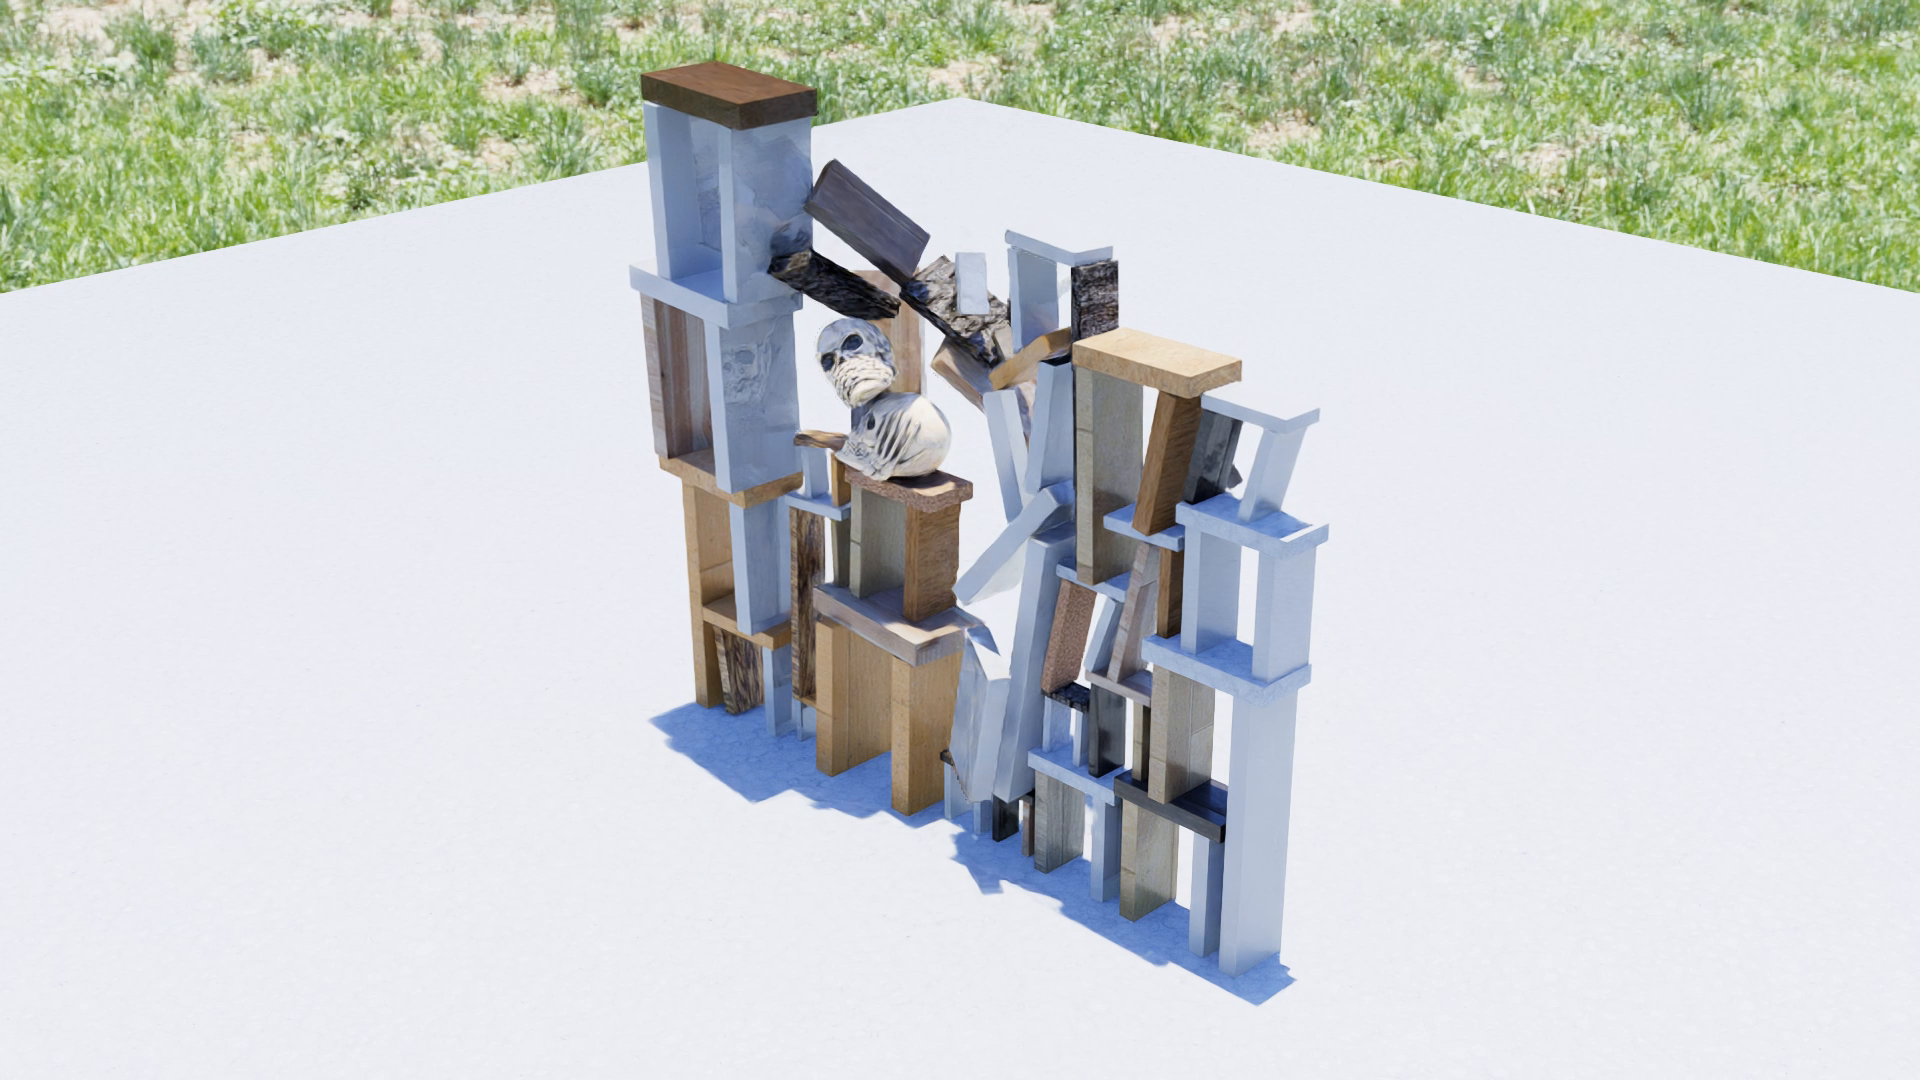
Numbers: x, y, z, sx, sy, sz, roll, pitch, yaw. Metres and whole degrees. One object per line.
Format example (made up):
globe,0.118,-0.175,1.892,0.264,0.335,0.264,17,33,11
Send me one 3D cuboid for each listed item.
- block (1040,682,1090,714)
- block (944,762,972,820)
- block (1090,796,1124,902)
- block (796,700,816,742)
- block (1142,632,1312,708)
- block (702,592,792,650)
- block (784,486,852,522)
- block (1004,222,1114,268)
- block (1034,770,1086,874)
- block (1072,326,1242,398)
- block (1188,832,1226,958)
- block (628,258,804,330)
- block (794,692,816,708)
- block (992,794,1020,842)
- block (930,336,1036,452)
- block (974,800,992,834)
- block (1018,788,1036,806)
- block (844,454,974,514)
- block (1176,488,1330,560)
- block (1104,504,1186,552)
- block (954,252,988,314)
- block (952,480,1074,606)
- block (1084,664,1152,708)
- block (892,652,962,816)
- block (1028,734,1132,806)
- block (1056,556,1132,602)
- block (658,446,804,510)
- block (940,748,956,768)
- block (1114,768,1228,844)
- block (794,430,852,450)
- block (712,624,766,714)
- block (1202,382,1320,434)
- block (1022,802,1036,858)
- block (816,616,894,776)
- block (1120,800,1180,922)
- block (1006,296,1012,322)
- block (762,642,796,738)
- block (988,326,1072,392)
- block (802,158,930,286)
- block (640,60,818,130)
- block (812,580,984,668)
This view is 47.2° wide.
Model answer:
block,0.214,0.291,4.116,0.058,0.017,0.117,-21,31,-40
block,-0.003,0.495,4.433,0.018,0.125,0.063,21,31,41
block,0.296,0.565,4.150,0.031,0.218,0.109,21,31,41
block,-0.329,0.381,4.737,0.014,0.098,0.049,21,31,41
block,0.460,0.209,3.809,0.267,0.038,0.134,21,31,41
block,-0.438,0.172,4.740,0.222,0.031,0.111,20,32,38
block,-0.276,-0.077,4.499,0.156,0.022,0.078,16,28,36
block,0.173,-0.520,3.862,0.091,0.026,0.182,-17,30,-37
block,0.193,0.525,4.244,0.031,0.218,0.109,21,31,41
block,0.333,-0.303,3.736,0.133,0.038,0.266,-20,29,-39
block,0.471,0.620,3.982,0.035,0.248,0.124,21,31,41
block,-0.496,-0.512,4.441,0.180,0.051,0.359,-20,31,-35
block,-0.305,0.339,4.693,0.049,0.014,0.098,-21,31,-40
block,0.091,0.533,4.351,0.017,0.120,0.060,22,31,40
block,0.088,-0.308,4.326,0.042,0.295,0.148,-24,32,52
block,0.056,0.518,4.379,0.018,0.125,0.063,21,31,41
block,0.120,0.481,4.298,0.120,0.017,0.060,21,30,39
block,-0.102,-0.115,4.349,0.241,0.034,0.121,21,29,40
block,0.489,-0.030,3.686,0.232,0.033,0.116,21,31,41
block,0.343,-0.023,3.845,0.085,0.024,0.170,-21,29,-40
block,0.022,-0.485,4.155,0.058,0.116,0.016,-2,-1,-30
block,0.125,0.001,4.077,0.153,0.305,0.043,-18,66,-50
block,0.311,0.257,4.001,0.078,0.022,0.156,-21,31,-41
block,-0.058,0.369,4.445,0.049,0.346,0.173,23,32,40
block,0.245,0.431,4.148,0.218,0.031,0.109,21,31,41
block,0.262,0.066,3.973,0.083,0.023,0.166,-21,32,-40
block,-0.484,-0.150,4.626,0.152,0.043,0.304,-22,31,-37
block,0.026,0.441,4.378,0.125,0.018,0.063,21,31,41
block,0.413,0.467,3.980,0.248,0.035,0.124,21,31,41
block,-0.275,-0.203,4.457,0.112,0.016,0.056,6,23,17
block,-0.478,0.262,4.856,0.111,0.222,0.031,-19,19,-37
block,0.492,-0.217,3.601,0.088,0.025,0.176,-21,31,-40
block,0.148,0.555,4.299,0.017,0.120,0.060,20,30,38
block,-0.220,0.307,4.593,0.049,0.347,0.173,23,32,39
block,0.354,0.574,4.089,0.035,0.248,0.124,21,31,41
block,0.109,-0.444,4.023,0.014,0.098,0.049,15,63,-15
block,-0.369,0.305,4.753,0.111,0.222,0.031,-22,32,-38
block,0.156,-0.336,4.001,0.122,0.035,0.245,-20,-4,-25
block,-0.175,-0.601,4.159,0.034,0.241,0.121,-28,32,48
block,-0.446,-0.857,4.224,0.175,0.050,0.351,-19,30,-34
block,-0.127,0.151,4.451,0.173,0.049,0.347,-17,28,-35
